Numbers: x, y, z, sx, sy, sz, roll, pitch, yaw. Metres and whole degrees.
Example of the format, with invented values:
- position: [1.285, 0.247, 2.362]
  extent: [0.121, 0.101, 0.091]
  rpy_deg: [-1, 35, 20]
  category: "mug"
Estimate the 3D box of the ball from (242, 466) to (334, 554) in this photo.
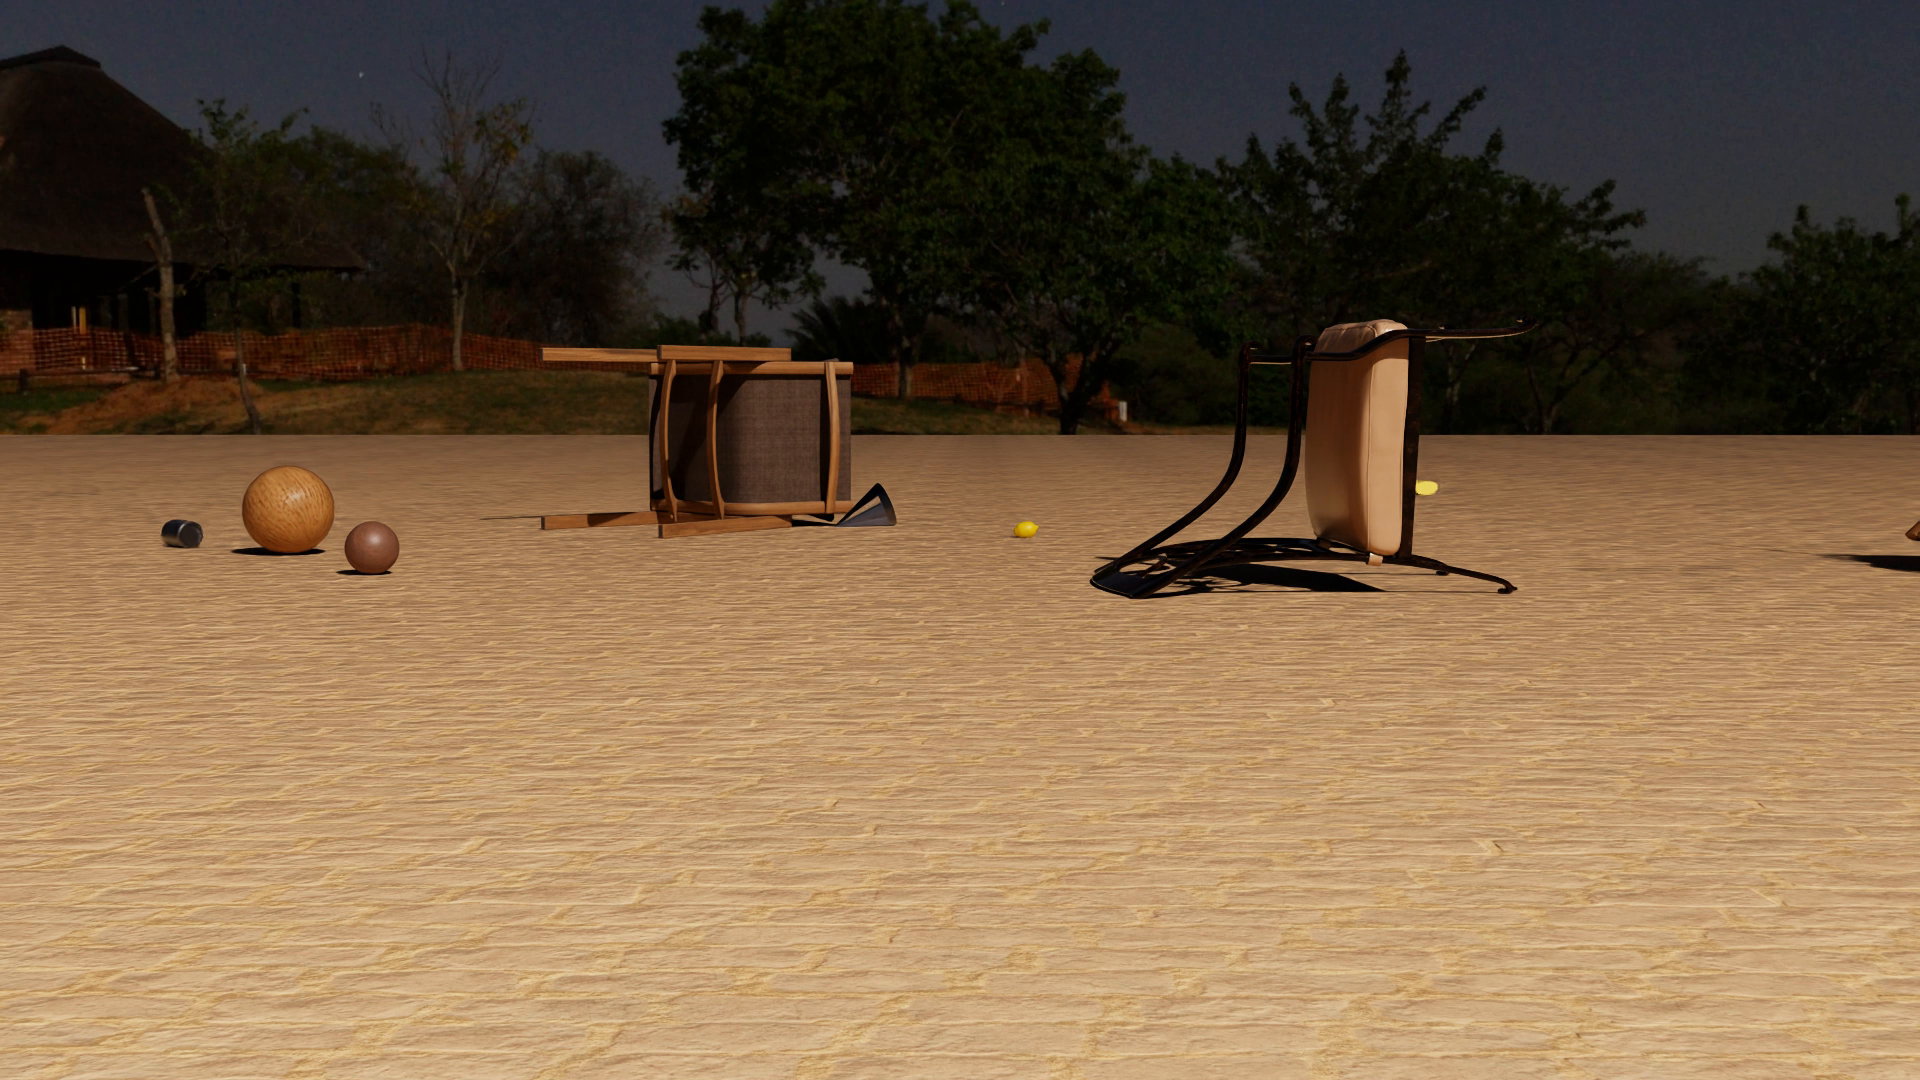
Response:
- position: [-1.821, -0.081, 5.963]
  extent: [0.242, 0.242, 0.242]
  rpy_deg: [0, 4, 0]
  category: "ball"

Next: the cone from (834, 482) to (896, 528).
- position: [-0.327, -0.080, 7.190]
  extent: [0.202, 0.152, 0.092]
  rpy_deg: [-25, 3, -24]
  category: "cone"
